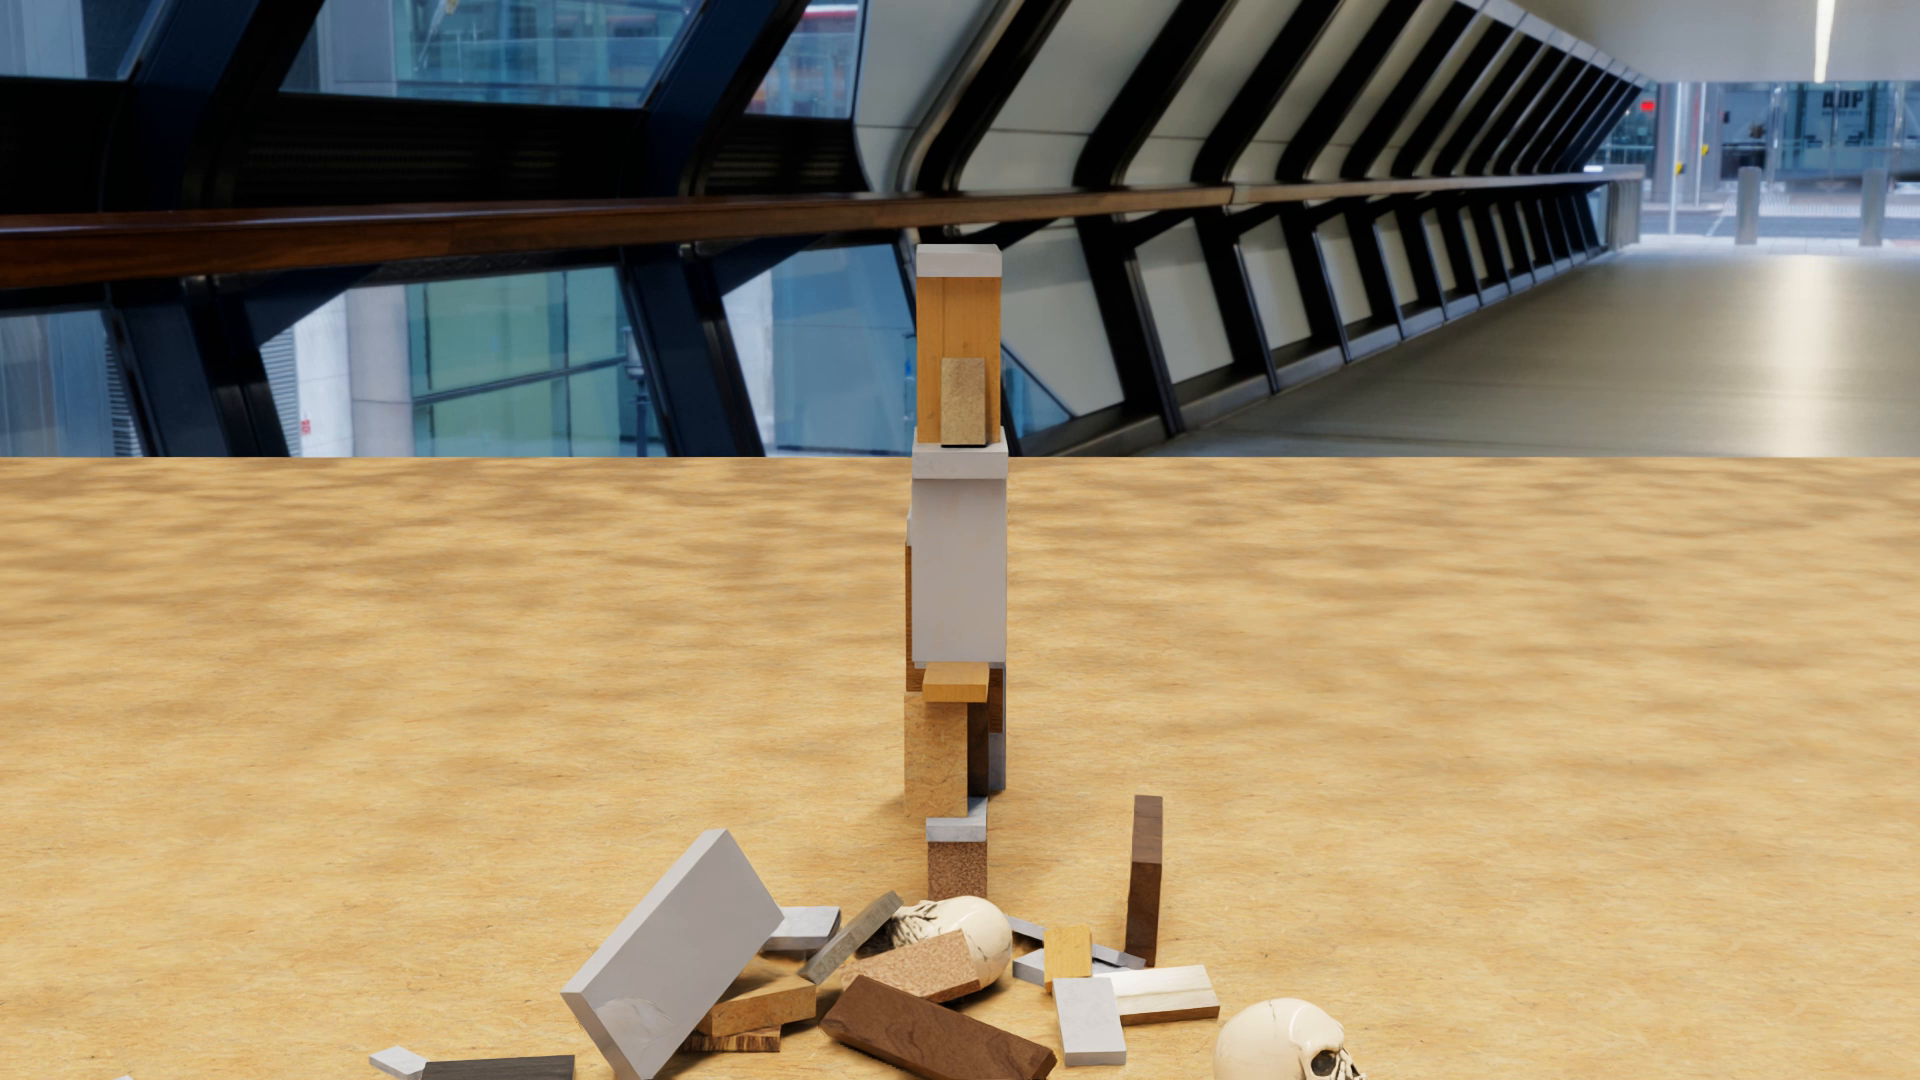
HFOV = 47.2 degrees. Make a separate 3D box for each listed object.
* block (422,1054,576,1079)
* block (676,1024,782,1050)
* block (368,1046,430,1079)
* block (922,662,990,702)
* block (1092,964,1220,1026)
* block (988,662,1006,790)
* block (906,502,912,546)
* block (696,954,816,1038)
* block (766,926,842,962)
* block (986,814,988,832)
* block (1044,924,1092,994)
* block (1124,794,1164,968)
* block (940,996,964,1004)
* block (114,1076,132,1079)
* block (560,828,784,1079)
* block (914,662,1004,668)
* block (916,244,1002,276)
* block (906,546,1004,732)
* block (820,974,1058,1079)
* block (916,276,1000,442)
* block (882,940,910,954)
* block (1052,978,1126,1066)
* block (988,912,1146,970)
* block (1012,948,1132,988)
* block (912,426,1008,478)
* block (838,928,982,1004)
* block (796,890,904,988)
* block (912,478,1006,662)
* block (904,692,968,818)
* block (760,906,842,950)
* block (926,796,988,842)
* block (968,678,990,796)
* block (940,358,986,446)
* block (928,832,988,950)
[{"bbox_3d":[-0.610,0.718,2.905,0.197,0.028,0.099,-1,11,-7],"label":"block"},{"bbox_3d":[-0.321,0.689,3.067,0.142,0.020,0.071,0,7,-1],"label":"block"},{"bbox_3d":[-0.756,0.711,2.982,0.092,0.013,0.046,10,14,42],"label":"block"},{"bbox_3d":[-0.005,0.214,3.417,0.097,0.027,0.193,0,10,2],"label":"block"},{"bbox_3d":[0.281,0.656,3.164,0.167,0.024,0.084,-2,34,-13],"label":"block"},{"bbox_3d":[0.001,0.218,4.224,0.175,0.529,0.050,0,10,0],"label":"block"},{"bbox_3d":[-0.003,-0.045,4.054,0.175,0.050,0.350,0,10,1],"label":"block"},{"bbox_3d":[-0.366,0.640,3.193,0.165,0.047,0.330,-4,7,-35],"label":"block"},{"bbox_3d":[-0.288,0.616,3.455,0.184,0.026,0.092,7,12,32],"label":"block"},{"bbox_3d":[-0.002,0.523,3.527,0.091,0.183,0.026,0,10,1],"label":"block"},{"bbox_3d":[0.161,0.620,3.263,0.068,0.019,0.137,-9,22,6],"label":"block"},{"bbox_3d":[0.293,0.536,3.499,0.047,0.165,0.343,4,11,5],"label":"block"},{"bbox_3d":[-0.067,0.656,3.172,0.142,0.020,0.071,0,-17,3],"label":"block"},{"bbox_3d":[-1.137,0.737,2.799,0.197,0.028,0.099,-9,14,-41],"label":"block"},{"bbox_3d":[-0.386,0.564,2.998,0.047,0.165,0.330,-11,27,42],"label":"block"},{"bbox_3d":[-0.001,0.036,3.654,0.148,0.356,0.042,0,11,0],"label":"block"},{"bbox_3d":[-0.003,-0.448,3.520,0.131,0.037,0.262,0,11,-1],"label":"block"},{"bbox_3d":[-0.010,0.173,3.978,0.175,0.350,0.050,0,11,2],"label":"block"},{"bbox_3d":[-0.033,0.677,2.967,0.349,0.026,0.093,12,48,40],"label":"block"},{"bbox_3d":[-0.002,-0.285,3.461,0.131,0.262,0.037,0,11,-1],"label":"block"},{"bbox_3d":[-0.075,0.638,3.373,0.046,0.013,0.092,-9,14,-39],"label":"block"},{"bbox_3d":[0.179,0.670,3.064,0.084,0.024,0.167,-1,25,-4],"label":"block"},{"bbox_3d":[0.163,0.617,3.382,0.264,0.019,0.068,9,-12,45],"label":"block"},{"bbox_3d":[0.179,0.649,3.277,0.186,0.026,0.093,10,14,42],"label":"block"},{"bbox_3d":[0.000,-0.142,3.520,0.148,0.042,0.296,0,11,0],"label":"block"},{"bbox_3d":[-0.072,0.623,3.123,0.186,0.026,0.093,-17,43,-4],"label":"block"},{"bbox_3d":[-0.167,0.588,3.204,0.184,0.026,0.092,-40,0,-31],"label":"block"},{"bbox_3d":[-0.001,0.042,3.455,0.148,0.296,0.042,0,10,1],"label":"block"},{"bbox_3d":[-0.037,0.331,3.391,0.097,0.194,0.027,0,10,0],"label":"block"},{"bbox_3d":[-0.334,0.603,3.409,0.292,0.024,0.084,-3,23,12],"label":"block"},{"bbox_3d":[-0.004,0.432,3.448,0.091,0.026,0.183,0,10,1],"label":"block"},{"bbox_3d":[-0.002,0.311,3.498,0.097,0.194,0.027,0,10,2],"label":"block"},{"bbox_3d":[0.004,-0.215,3.425,0.068,0.137,0.019,0,-7,-1],"label":"block"},{"bbox_3d":[-0.004,0.546,3.408,0.091,0.183,0.026,0,11,0],"label":"block"}]
